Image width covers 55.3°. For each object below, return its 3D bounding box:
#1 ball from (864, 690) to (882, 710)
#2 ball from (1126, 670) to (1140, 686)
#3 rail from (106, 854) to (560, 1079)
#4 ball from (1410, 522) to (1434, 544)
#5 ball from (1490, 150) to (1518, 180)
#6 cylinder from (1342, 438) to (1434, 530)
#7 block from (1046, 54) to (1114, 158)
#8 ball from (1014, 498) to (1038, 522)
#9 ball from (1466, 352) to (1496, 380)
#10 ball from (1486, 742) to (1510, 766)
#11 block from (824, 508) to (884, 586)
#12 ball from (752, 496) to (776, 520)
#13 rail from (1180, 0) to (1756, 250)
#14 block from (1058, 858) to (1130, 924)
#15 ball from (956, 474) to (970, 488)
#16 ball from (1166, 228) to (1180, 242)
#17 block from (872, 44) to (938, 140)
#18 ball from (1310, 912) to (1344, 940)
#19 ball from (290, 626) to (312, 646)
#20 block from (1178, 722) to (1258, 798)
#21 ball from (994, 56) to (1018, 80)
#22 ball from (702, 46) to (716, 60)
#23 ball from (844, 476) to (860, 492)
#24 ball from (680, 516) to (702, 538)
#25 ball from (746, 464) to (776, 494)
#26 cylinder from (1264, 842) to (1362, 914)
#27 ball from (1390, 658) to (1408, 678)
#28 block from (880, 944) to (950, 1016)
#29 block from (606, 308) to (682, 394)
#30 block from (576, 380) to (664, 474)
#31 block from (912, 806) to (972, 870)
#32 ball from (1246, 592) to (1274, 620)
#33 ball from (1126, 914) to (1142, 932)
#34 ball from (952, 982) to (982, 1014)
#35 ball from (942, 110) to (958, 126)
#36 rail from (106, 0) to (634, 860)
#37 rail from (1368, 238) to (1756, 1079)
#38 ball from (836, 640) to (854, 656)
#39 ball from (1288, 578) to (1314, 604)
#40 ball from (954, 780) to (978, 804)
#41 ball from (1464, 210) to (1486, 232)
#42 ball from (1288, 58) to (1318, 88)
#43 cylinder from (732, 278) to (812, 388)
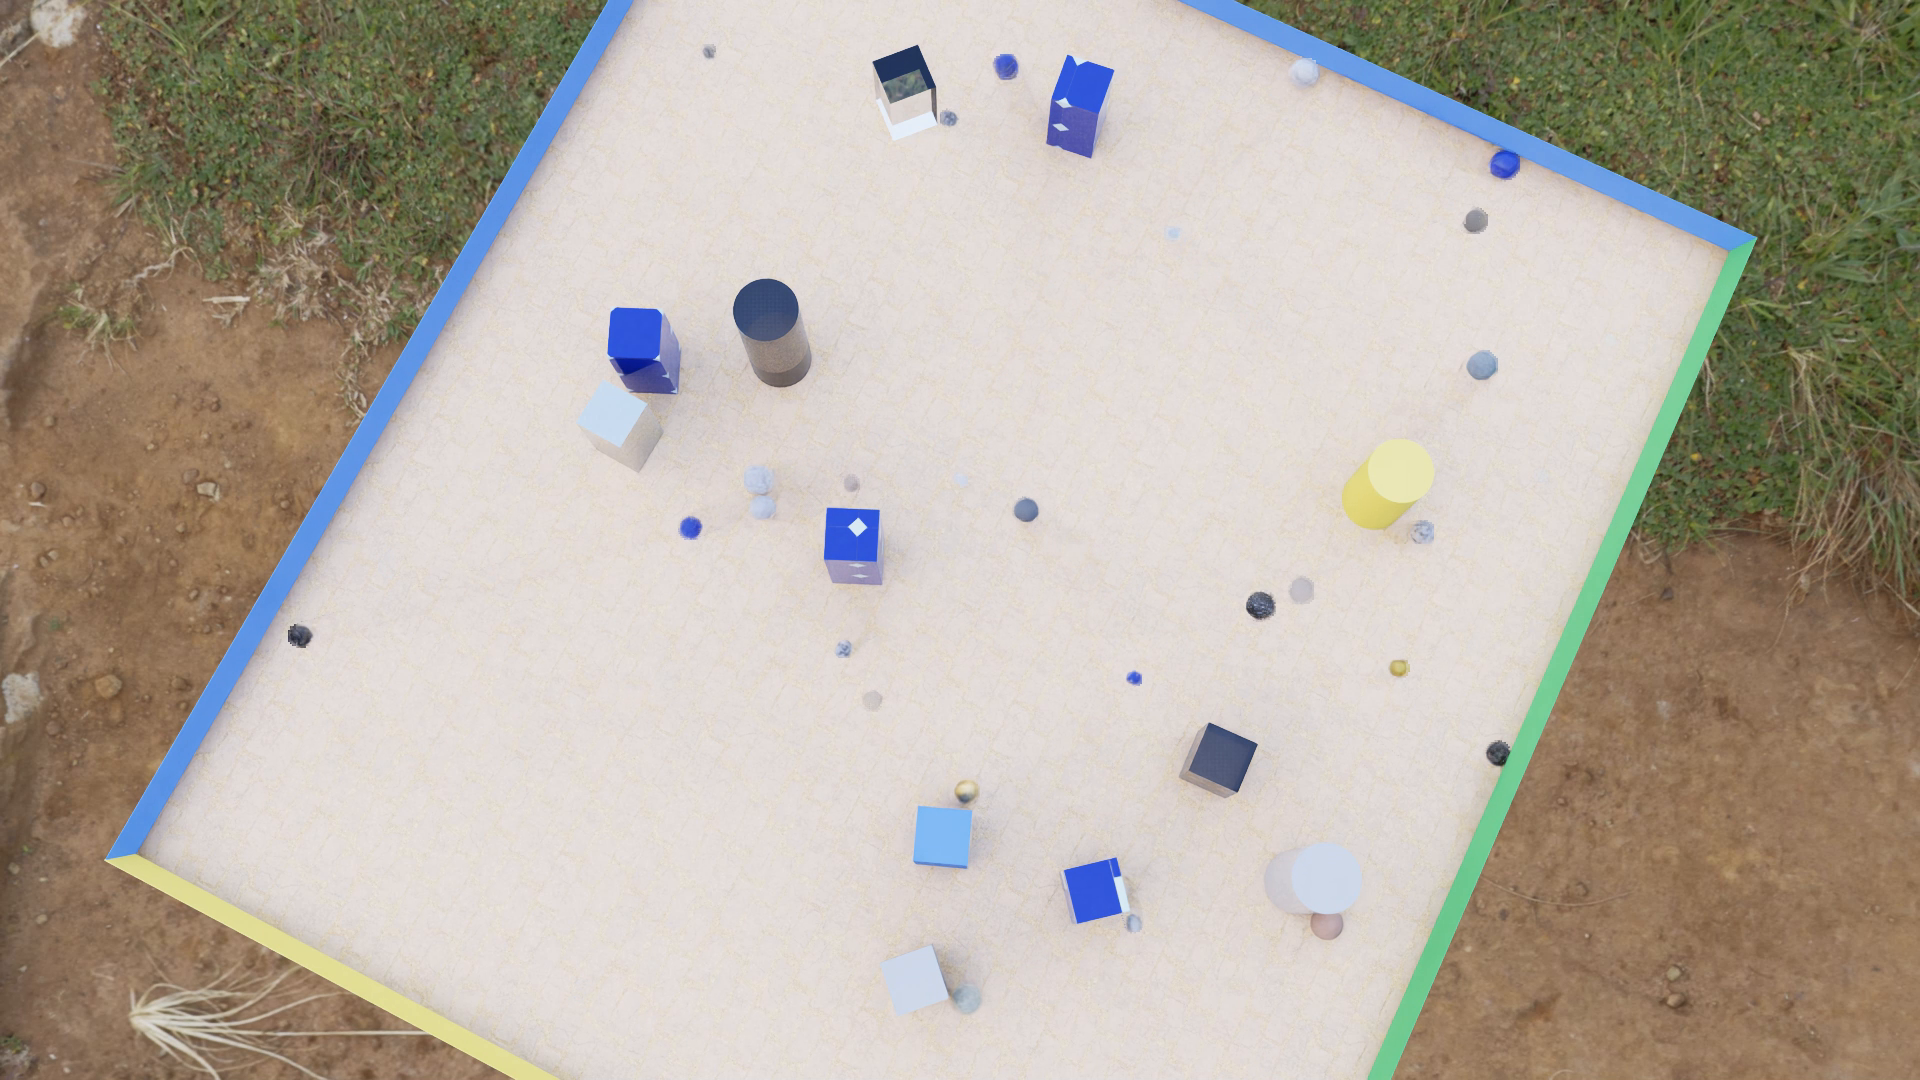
[{"bbox_3d":[-0.261,0.480,5.487,0.058,0.058,0.058,0,78,0],"label":"ball"},{"bbox_3d":[0.522,0.414,5.509,0.043,0.043,0.043,0,78,0],"label":"ball"},{"bbox_3d":[-0.865,1.701,5.200,3.574,0.124,0.045,26,80,5],"label":"rail"},{"bbox_3d":[1.406,-0.021,5.585,0.071,0.071,0.071,0,78,0],"label":"ball"},{"bbox_3d":[1.726,-1.191,5.817,0.090,0.090,0.090,0,78,0],"label":"ball"},{"bbox_3d":[1.271,-0.162,5.461,0.191,0.370,0.191,0,78,0],"label":"cylinder"},{"bbox_3d":[0.373,-1.350,5.726,0.152,0.333,0.152,19,79,4],"label":"block"},{"bbox_3d":[0.203,-0.089,5.597,0.074,0.074,0.074,0,78,0],"label":"ball"},{"bbox_3d":[1.617,-0.539,5.683,0.089,0.089,0.089,0,78,0],"label":"ball"},{"bbox_3d":[1.601,0.637,5.450,0.068,0.068,0.068,0,78,0],"label":"ball"},{"bbox_3d":[-0.309,0.022,5.420,0.152,0.375,0.152,2,78,0],"label":"block"},{"bbox_3d":[-0.600,-0.099,5.598,0.075,0.075,0.075,0,78,0],"label":"ball"},{"bbox_3d":[0.865,-1.688,5.901,3.574,0.124,0.045,26,80,5],"label":"rail"},{"bbox_3d":[0.383,1.009,5.264,0.152,0.282,0.152,-13,79,-3],"label":"block"},{"bbox_3d":[0.008,-0.182,5.634,0.041,0.041,0.041,0,78,0],"label":"ball"},{"bbox_3d":[0.674,-0.965,5.793,0.046,0.046,0.046,0,78,0],"label":"ball"},{"bbox_3d":[-0.172,-1.405,5.768,0.152,0.272,0.152,-21,79,-4],"label":"block"},{"bbox_3d":[1.069,1.117,5.337,0.095,0.095,0.095,0,78,0],"label":"ball"},{"bbox_3d":[-1.987,0.288,5.526,0.060,0.060,0.060,0,78,0],"label":"ball"},{"bbox_3d":[0.752,0.646,5.353,0.152,0.254,0.152,24,79,5],"label":"block"},{"bbox_3d":[0.151,-1.516,5.890,0.078,0.078,0.078,0,78,0],"label":"ball"},{"bbox_3d":[-0.813,-1.576,5.919,0.045,0.045,0.045,0,78,0],"label":"ball"},{"bbox_3d":[-0.334,-0.172,5.628,0.048,0.048,0.048,0,78,0],"label":"ball"},{"bbox_3d":[-0.821,-0.038,5.591,0.066,0.066,0.066,0,78,0],"label":"ball"},{"bbox_3d":[-0.611,-0.185,5.609,0.090,0.090,0.090,0,78,0],"label":"ball"},{"bbox_3d":[0.993,0.962,5.184,0.191,0.458,0.191,0,78,0],"label":"cylinder"},{"bbox_3d":[1.318,0.385,5.509,0.055,0.055,0.055,0,78,0],"label":"ball"},{"bbox_3d":[-0.127,1.251,5.223,0.152,0.263,0.152,-19,79,-4],"label":"block"},{"bbox_3d":[-0.952,-0.569,5.545,0.152,0.371,0.152,2,78,0],"label":"block"},{"bbox_3d":[-1.021,-0.339,5.525,0.152,0.317,0.152,29,80,6],"label":"block"},{"bbox_3d":[-0.048,0.857,5.267,0.152,0.337,0.152,5,78,1],"label":"block"},{"bbox_3d":[0.907,0.198,5.531,0.086,0.086,0.086,0,78,0],"label":"ball"},{"bbox_3d":[0.508,1.119,5.360,0.049,0.049,0.049,0,78,0],"label":"ball"},{"bbox_3d":[0.020,1.325,5.298,0.087,0.087,0.087,0,78,0],"label":"ball"},{"bbox_3d":[-0.032,-1.350,5.871,0.048,0.048,0.048,0,78,0],"label":"ball"},{"bbox_3d":[-1.577,-0.766,5.711,0.045,0.124,3.916,26,80,5],"label":"rail"},{"bbox_3d":[1.577,0.779,5.391,0.045,0.124,3.916,26,80,5],"label":"rail"},{"bbox_3d":[-0.348,0.326,5.523,0.051,0.051,0.051,0,78,0],"label":"ball"},{"bbox_3d":[1.032,0.154,5.547,0.075,0.075,0.075,0,78,0],"label":"ball"},{"bbox_3d":[0.018,0.745,5.426,0.070,0.070,0.070,0,78,0],"label":"ball"},{"bbox_3d":[1.626,-1.007,5.789,0.070,0.070,0.070,0,78,0],"label":"ball"},{"bbox_3d":[1.101,-1.495,5.878,0.093,0.093,0.093,0,78,0],"label":"ball"},{"bbox_3d":[-0.559,-0.616,5.505,0.191,0.467,0.191,0,78,0],"label":"cylinder"}]
